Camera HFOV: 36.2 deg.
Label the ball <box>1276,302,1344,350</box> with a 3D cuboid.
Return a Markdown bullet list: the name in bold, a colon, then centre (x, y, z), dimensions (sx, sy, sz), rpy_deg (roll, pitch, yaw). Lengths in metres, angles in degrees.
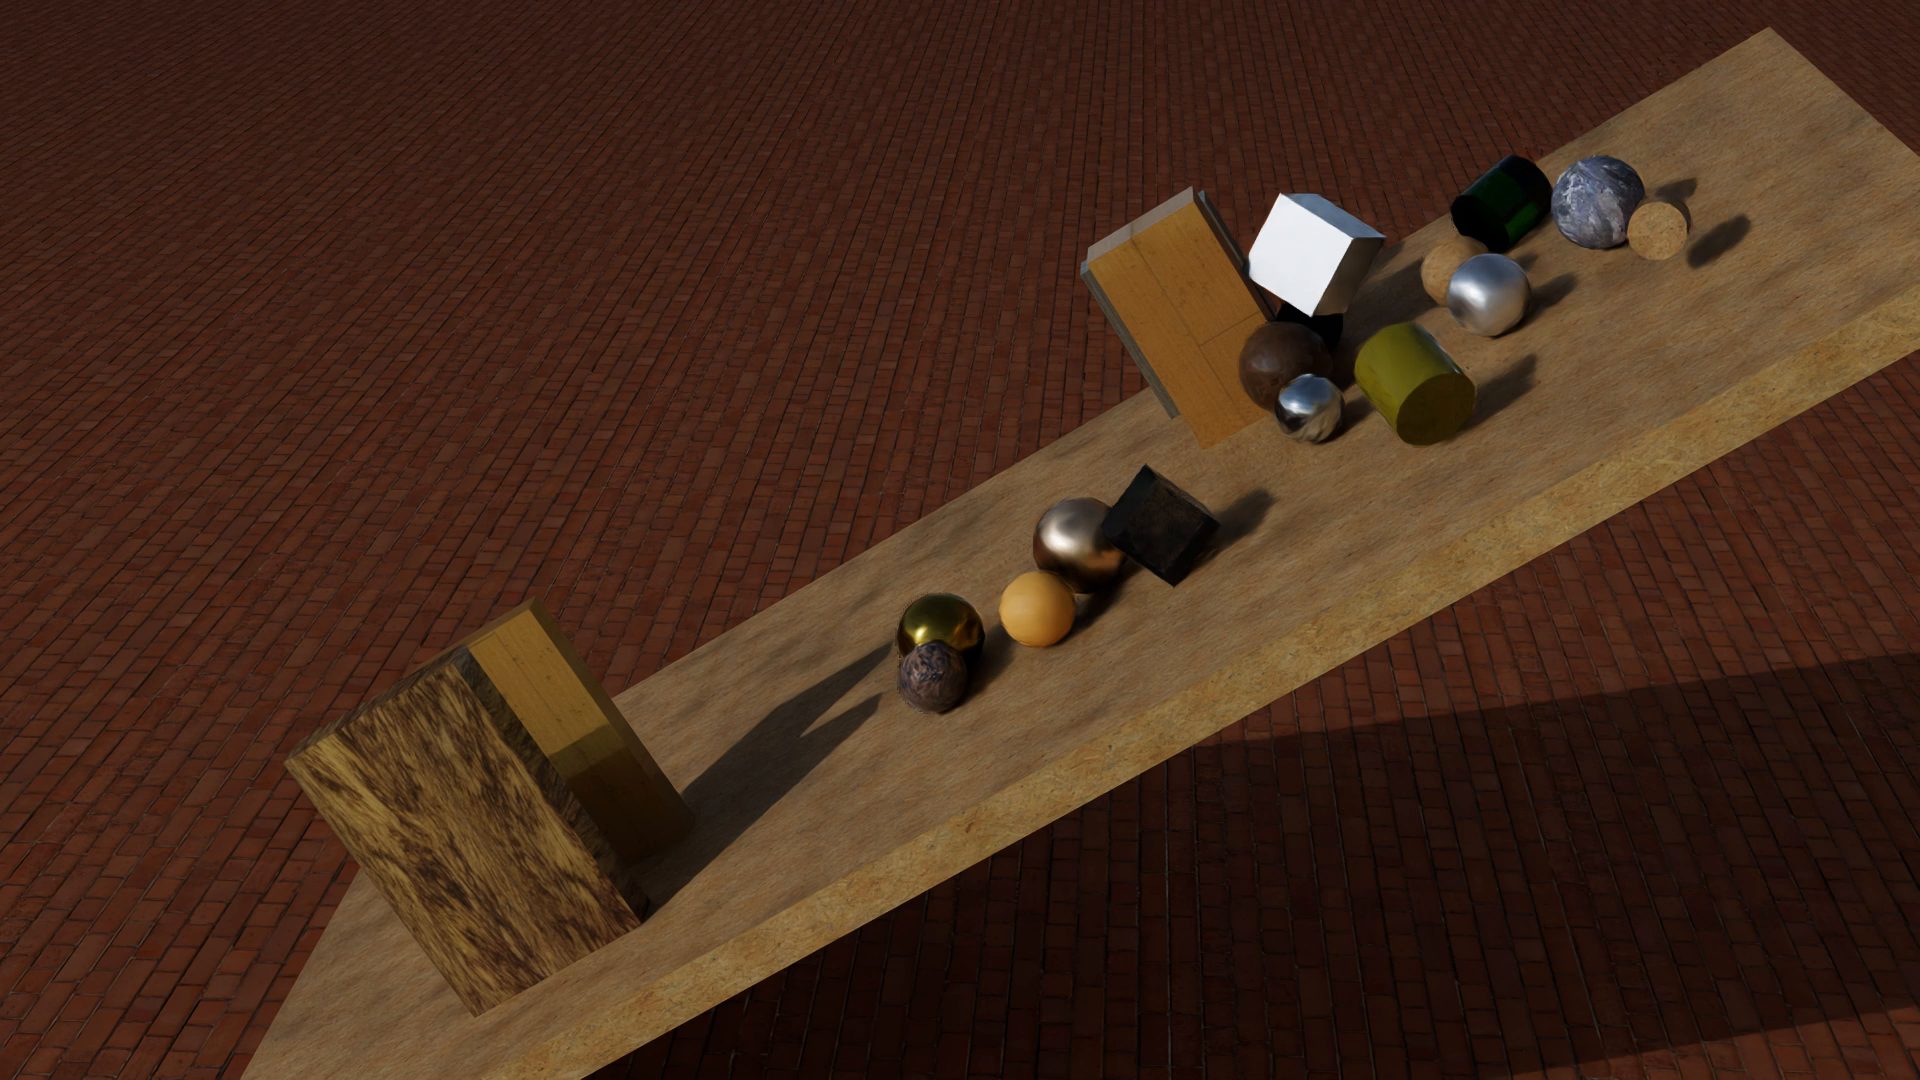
- **ball**: centre (0.775, -0.477, 6.523), dimensions (0.148, 0.148, 0.148), rpy_deg (0, 20, 0)

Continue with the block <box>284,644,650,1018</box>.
- **block**: centre (-0.975, 0.583, 5.846), dimensions (0.412, 0.653, 0.105), rpy_deg (-30, 15, 13)

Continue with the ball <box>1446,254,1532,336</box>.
- **ball**: centre (1.066, -0.494, 5.928), dimensions (0.167, 0.167, 0.167), rpy_deg (0, 20, 0)

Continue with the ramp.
- **ramp**: centre (0.141, 0.169, 6.291), dimensions (4.000, 0.100, 2.000), rpy_deg (-30, 15, 13)

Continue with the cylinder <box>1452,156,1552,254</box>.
- **cylinder**: centre (1.189, -0.732, 6.439), dimensions (0.158, 0.158, 0.158), rpy_deg (-40, 37, -23)

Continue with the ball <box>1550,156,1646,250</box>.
- **ball**: centre (1.303, -0.689, 6.003), dimensions (0.191, 0.191, 0.191), rpy_deg (0, 20, 0)

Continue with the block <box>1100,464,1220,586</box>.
- **block**: centre (0.394, -0.030, 5.803), dimensions (0.153, 0.153, 0.153), rpy_deg (34, 8, -13)

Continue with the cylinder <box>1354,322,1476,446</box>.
- **cylinder**: centre (0.859, -0.295, 5.558), dimensions (0.169, 0.169, 0.169), rpy_deg (-8, 41, -22)

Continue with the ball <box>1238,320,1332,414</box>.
- **ball**: centre (0.690, -0.366, 6.243), dimensions (0.199, 0.199, 0.199), rpy_deg (0, 20, 0)

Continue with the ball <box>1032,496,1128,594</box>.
- **ball**: centre (0.246, 0.010, 5.993), dimensions (0.197, 0.197, 0.197), rpy_deg (0, 20, 0)

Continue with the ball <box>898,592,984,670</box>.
- **ball**: centre (-0.039, 0.197, 6.033), dimensions (0.179, 0.179, 0.179), rpy_deg (0, 20, 0)

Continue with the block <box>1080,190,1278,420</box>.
- **block**: centre (0.522, -0.538, 6.746), dimensions (0.329, 0.401, 0.114), rpy_deg (-30, 15, 13)

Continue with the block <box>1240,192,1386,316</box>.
- **block**: centre (0.760, -0.616, 6.333), dimensions (0.191, 0.191, 0.191), rpy_deg (35, 22, 22)

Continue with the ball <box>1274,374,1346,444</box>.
- **ball**: centre (0.713, -0.268, 5.997), dimensions (0.144, 0.144, 0.144), rpy_deg (0, 20, 0)

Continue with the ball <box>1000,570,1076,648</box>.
- **ball**: centre (0.156, 0.138, 5.863), dimensions (0.154, 0.154, 0.154), rpy_deg (0, 20, 0)

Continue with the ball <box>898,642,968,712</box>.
- **ball**: centre (-0.053, 0.274, 5.893), dimensions (0.142, 0.142, 0.142), rpy_deg (0, 20, 0)

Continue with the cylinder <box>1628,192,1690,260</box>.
- **cylinder**: centre (1.331, -0.597, 5.596), dimensions (0.111, 0.111, 0.111), rpy_deg (6, 17, 16)

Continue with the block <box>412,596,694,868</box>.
- **block**: centre (-0.851, 0.440, 6.160), dimensions (0.308, 0.590, 0.083), rpy_deg (-30, 15, 13)

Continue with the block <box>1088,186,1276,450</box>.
- **block**: centre (0.519, -0.481, 6.397), dimensions (0.264, 0.491, 0.146), rpy_deg (-30, 15, 13)

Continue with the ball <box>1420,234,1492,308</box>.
- **ball**: centre (1.052, -0.566, 6.205), dimensions (0.157, 0.157, 0.157), rpy_deg (0, 20, 0)
